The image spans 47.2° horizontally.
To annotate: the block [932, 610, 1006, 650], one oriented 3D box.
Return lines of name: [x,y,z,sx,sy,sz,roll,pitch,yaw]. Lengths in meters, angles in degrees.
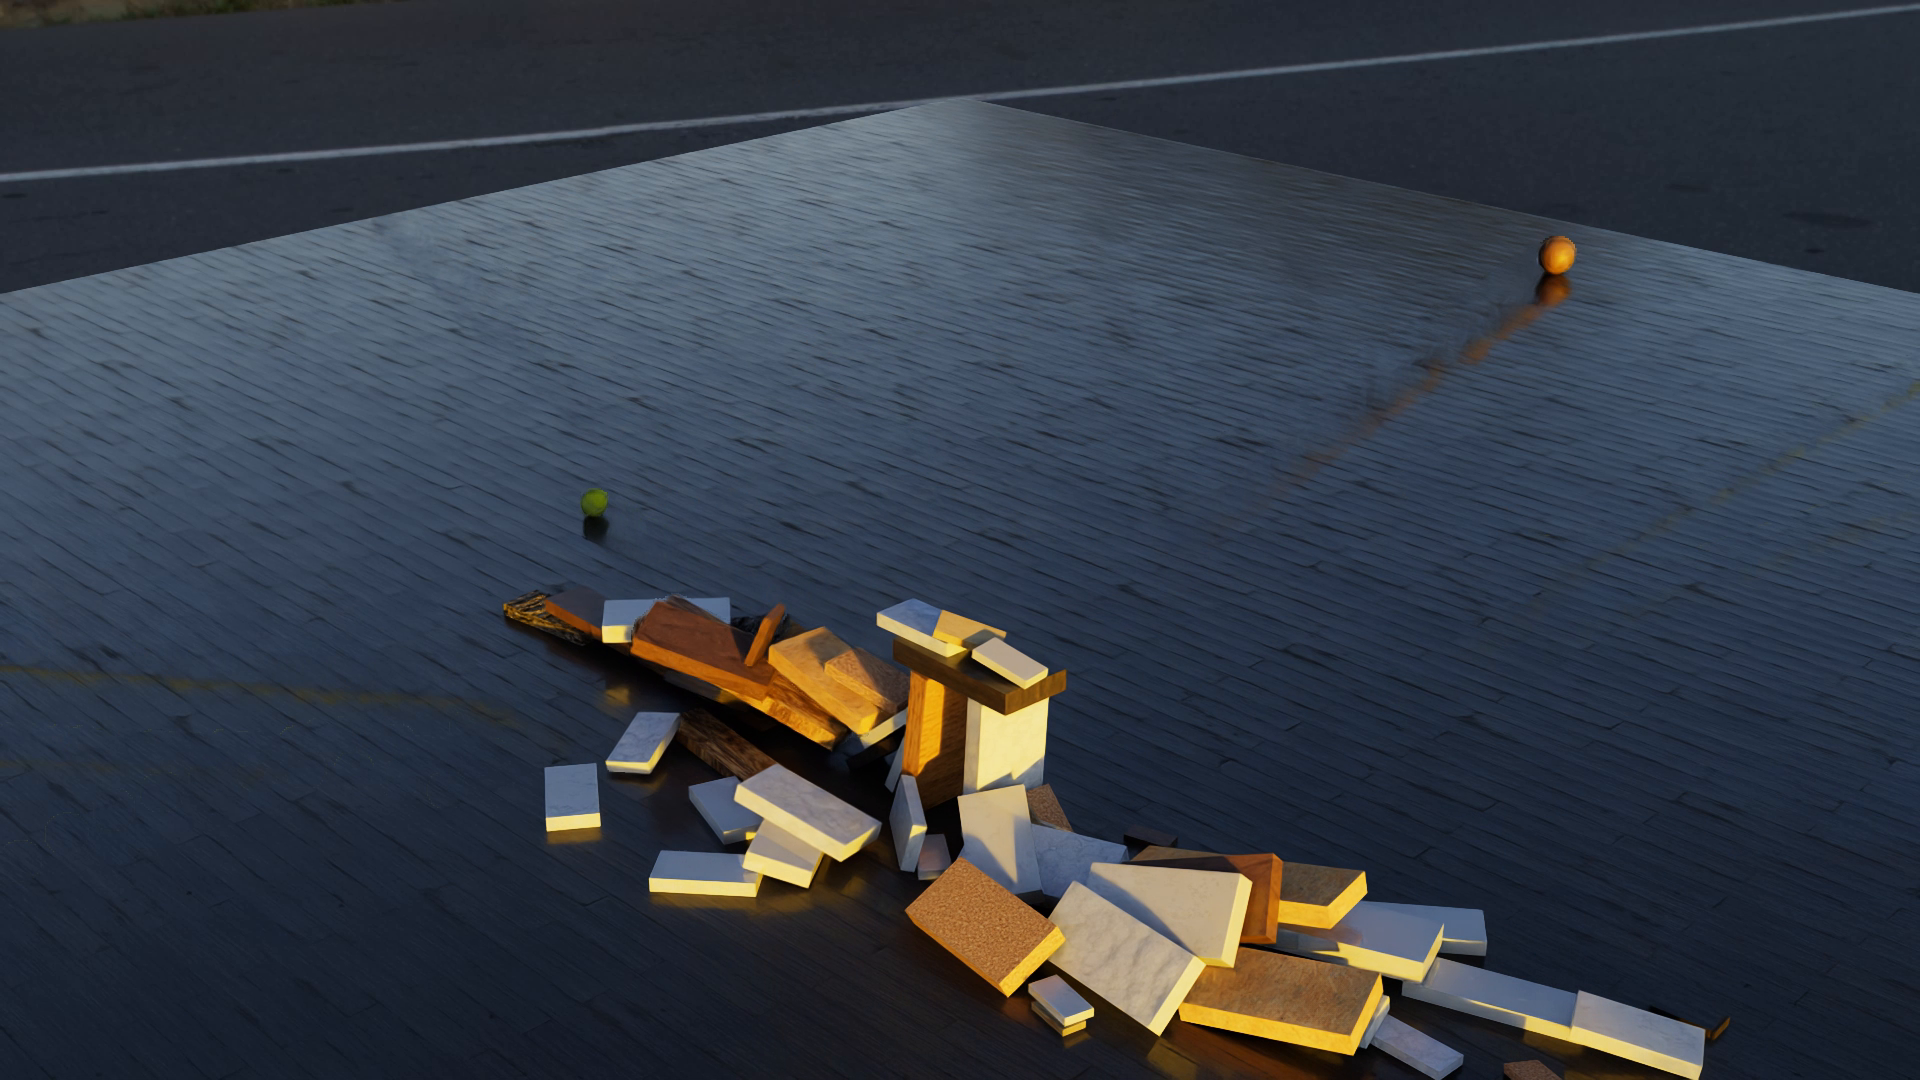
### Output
block: [0.019,0.184,4.282,0.133,0.019,0.067,19,37,1]

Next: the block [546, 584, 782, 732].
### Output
block: [-0.671,0.263,5.052,0.785,0.033,0.115,24,32,39]

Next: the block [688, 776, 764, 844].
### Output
block: [-0.465,0.544,4.441,0.102,0.029,0.204,-11,25,-24]

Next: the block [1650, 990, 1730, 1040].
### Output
block: [1.261,0.822,3.803,0.118,0.017,0.059,19,30,38]

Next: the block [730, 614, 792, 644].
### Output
block: [-0.520,0.220,5.137,0.229,0.033,0.115,-5,24,17]

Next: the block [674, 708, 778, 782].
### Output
block: [-0.493,0.451,4.664,0.096,0.027,0.382,-16,28,-33]

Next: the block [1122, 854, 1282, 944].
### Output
block: [0.425,0.649,3.946,0.302,0.043,0.151,-9,58,31]

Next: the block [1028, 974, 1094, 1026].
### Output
block: [0.175,0.799,3.821,0.059,0.017,0.118,-13,26,-28]

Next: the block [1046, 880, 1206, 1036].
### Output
block: [0.274,0.731,3.869,0.313,0.041,0.146,26,78,46]

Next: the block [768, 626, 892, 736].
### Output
block: [-0.251,0.293,4.618,0.149,0.042,0.299,-19,42,-41]

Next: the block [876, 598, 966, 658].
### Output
block: [-0.059,0.173,4.362,0.101,0.029,0.202,-21,31,-40]

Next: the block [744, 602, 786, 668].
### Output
block: [-0.410,0.200,4.622,0.019,0.135,0.068,32,34,7]

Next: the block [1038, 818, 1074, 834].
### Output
block: [0.169,0.586,4.293,0.129,0.064,0.018,17,10,35]

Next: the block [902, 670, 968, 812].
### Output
block: [-0.036,0.386,4.432,0.162,0.324,0.046,-20,38,-39]

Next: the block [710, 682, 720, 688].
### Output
block: [-0.443,0.310,4.794,0.312,0.029,0.102,23,33,19]

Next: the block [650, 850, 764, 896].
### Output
block: [-0.484,0.639,4.217,0.204,0.029,0.102,2,23,5]

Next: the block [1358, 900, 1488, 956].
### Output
block: [0.739,0.707,4.056,0.446,0.030,0.107,3,23,7]

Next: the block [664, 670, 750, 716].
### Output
block: [-0.549,0.330,4.772,0.192,0.027,0.096,16,-11,45]

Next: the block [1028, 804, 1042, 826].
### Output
block: [0.122,0.556,4.286,0.064,0.129,0.018,-35,-17,10]

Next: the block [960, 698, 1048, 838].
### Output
block: [0.088,0.434,4.320,0.162,0.324,0.046,-15,32,-32]

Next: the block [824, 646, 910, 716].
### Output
block: [-0.173,0.293,4.565,0.202,0.029,0.101,28,34,31]

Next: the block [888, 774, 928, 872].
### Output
block: [-0.103,0.555,4.319,0.029,0.101,0.202,11,21,-13]

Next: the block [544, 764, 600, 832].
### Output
block: [-0.792,0.523,4.489,0.106,0.030,0.211,-4,23,-10]

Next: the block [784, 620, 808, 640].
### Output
block: [-0.393,0.241,5.128,0.106,0.030,0.211,-13,21,-28]

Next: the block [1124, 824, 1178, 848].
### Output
block: [0.377,0.591,4.351,0.095,0.014,0.048,13,26,29]

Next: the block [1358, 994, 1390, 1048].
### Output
block: [0.624,0.803,3.788,0.204,0.029,0.102,11,38,32]

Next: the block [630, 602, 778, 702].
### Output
block: [-0.533,0.236,4.674,0.299,0.042,0.149,20,32,1]

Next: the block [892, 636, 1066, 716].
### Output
block: [0.036,0.242,4.294,0.162,0.046,0.324,-20,30,-38]

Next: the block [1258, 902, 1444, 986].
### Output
block: [0.681,0.703,3.955,0.342,0.044,0.156,10,21,23]

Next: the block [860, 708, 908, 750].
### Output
block: [-0.117,0.372,4.502,0.094,0.027,0.188,-19,-11,-42]

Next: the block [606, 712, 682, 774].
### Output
block: [-0.671,0.430,4.675,0.096,0.027,0.192,1,29,15]

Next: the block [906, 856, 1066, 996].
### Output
block: [0.043,0.697,3.982,0.146,0.041,0.292,-42,39,-16]

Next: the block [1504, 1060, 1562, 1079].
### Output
block: [0.943,0.882,3.610,0.059,0.017,0.118,-5,5,-7]

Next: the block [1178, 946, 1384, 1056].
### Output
block: [0.548,0.783,3.771,0.312,0.044,0.156,5,35,30]

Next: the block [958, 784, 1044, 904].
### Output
block: [0.076,0.585,4.176,0.131,0.037,0.263,-11,42,1]

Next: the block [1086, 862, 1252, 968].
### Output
block: [0.358,0.665,3.916,0.312,0.044,0.156,-2,61,38]

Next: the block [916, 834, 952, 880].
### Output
block: [-0.055,0.617,4.283,0.067,0.019,0.133,-3,23,-7]

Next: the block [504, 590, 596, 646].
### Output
block: [-0.964,0.186,5.284,0.279,0.030,0.106,18,29,35]

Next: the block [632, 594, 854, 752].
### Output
block: [-0.449,0.281,4.731,0.514,0.042,0.149,28,33,15]

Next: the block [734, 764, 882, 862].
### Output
block: [-0.299,0.534,4.325,0.263,0.037,0.131,26,26,23]

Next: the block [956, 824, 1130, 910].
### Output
block: [0.152,0.619,4.181,0.302,0.043,0.151,10,46,23]

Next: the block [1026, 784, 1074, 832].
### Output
block: [0.175,0.550,4.341,0.064,0.018,0.129,-15,68,-32]

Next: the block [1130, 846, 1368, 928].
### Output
block: [0.505,0.632,4.025,0.449,0.043,0.151,2,18,36]

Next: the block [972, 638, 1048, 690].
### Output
block: [0.095,0.235,4.200,0.133,0.019,0.067,29,37,30]

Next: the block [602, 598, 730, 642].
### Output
block: [-0.682,0.186,5.120,0.292,0.041,0.146,-1,23,-6]

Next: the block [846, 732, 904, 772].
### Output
block: [-0.150,0.431,4.573,0.094,0.027,0.188,-20,-7,-39]

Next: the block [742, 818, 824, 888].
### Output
block: [-0.324,0.579,4.302,0.131,0.037,0.263,17,24,4]

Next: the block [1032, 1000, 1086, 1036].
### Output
block: [0.170,0.822,3.806,0.048,0.014,0.095,-14,27,-30]

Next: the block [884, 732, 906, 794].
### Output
block: [-0.087,0.433,4.507,0.094,0.188,0.027,-20,54,-39]

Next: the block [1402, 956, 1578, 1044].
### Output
block: [0.941,0.799,3.841,0.314,0.029,0.102,11,26,25]

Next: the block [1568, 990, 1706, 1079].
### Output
block: [1.143,0.835,3.712,0.214,0.030,0.107,16,28,14]

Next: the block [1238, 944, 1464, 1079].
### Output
block: [0.607,0.789,3.876,0.068,0.019,0.627,-20,30,-38]
